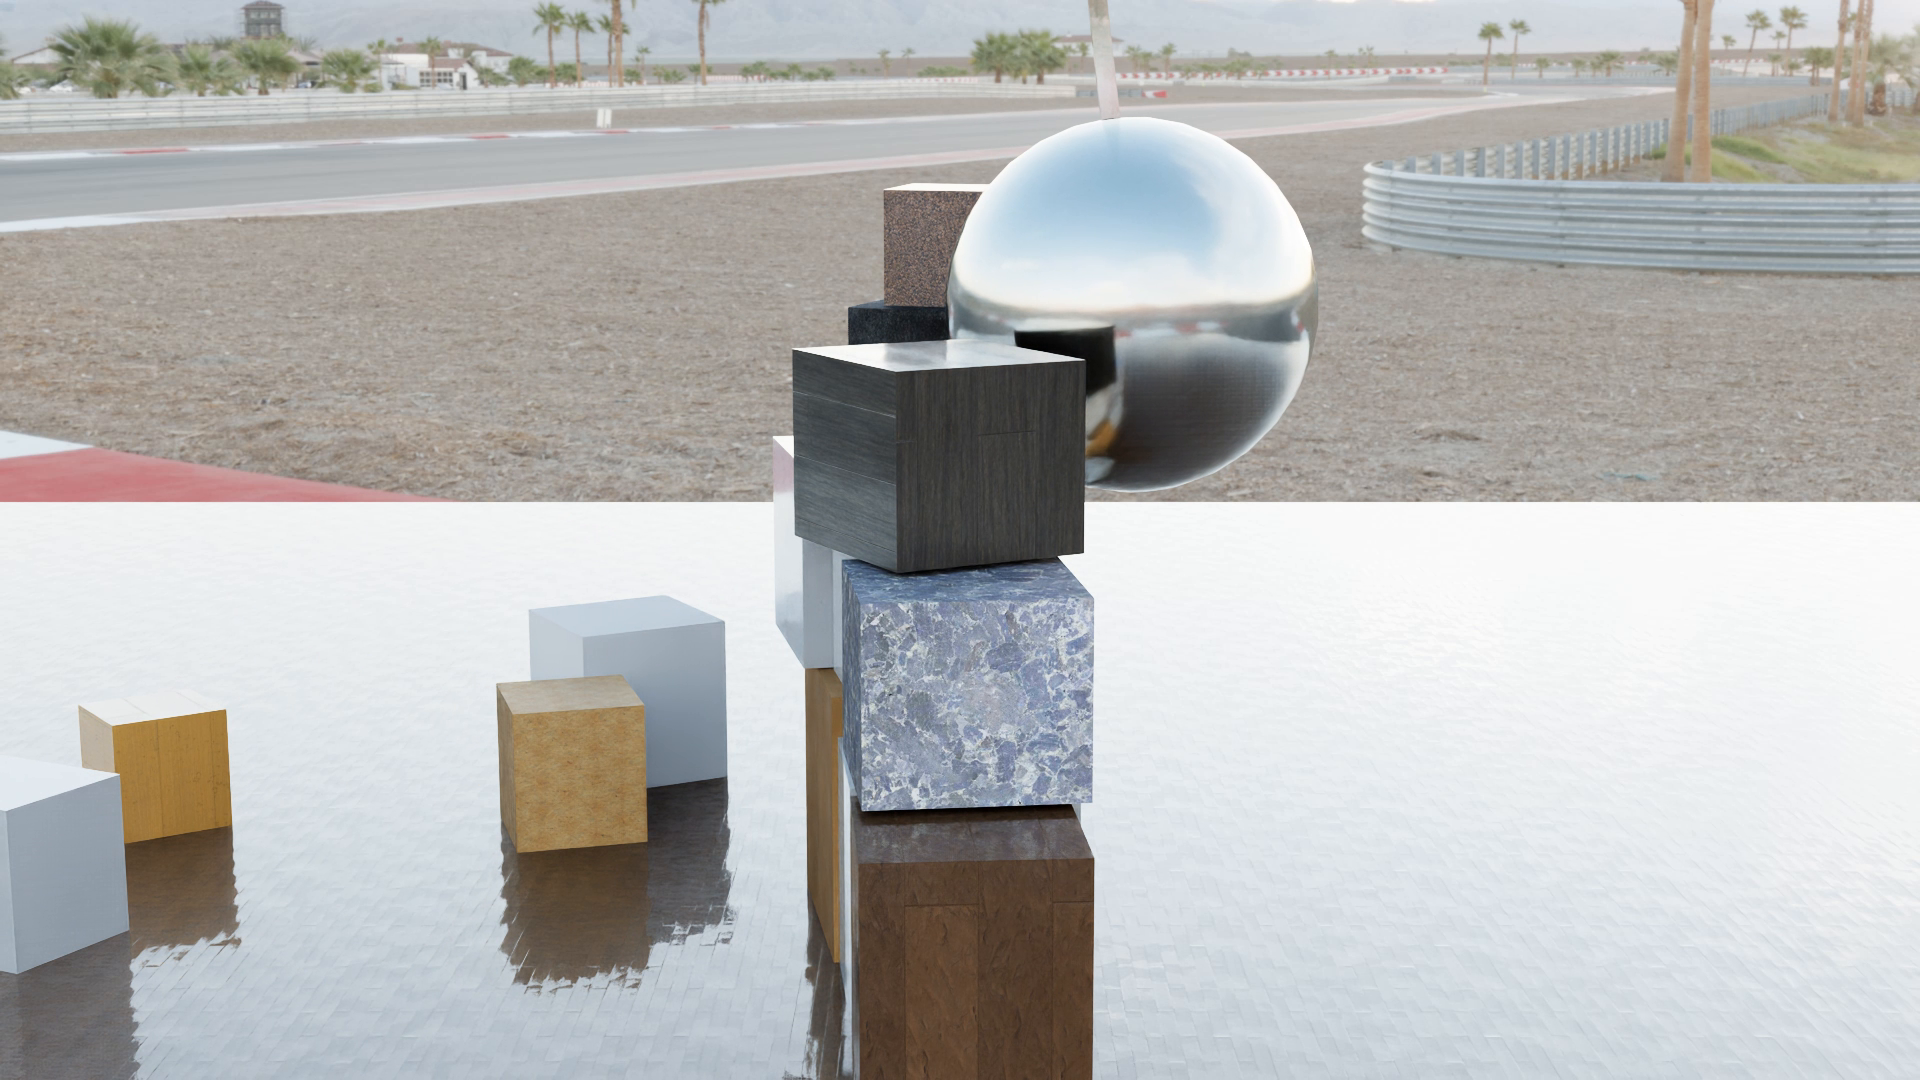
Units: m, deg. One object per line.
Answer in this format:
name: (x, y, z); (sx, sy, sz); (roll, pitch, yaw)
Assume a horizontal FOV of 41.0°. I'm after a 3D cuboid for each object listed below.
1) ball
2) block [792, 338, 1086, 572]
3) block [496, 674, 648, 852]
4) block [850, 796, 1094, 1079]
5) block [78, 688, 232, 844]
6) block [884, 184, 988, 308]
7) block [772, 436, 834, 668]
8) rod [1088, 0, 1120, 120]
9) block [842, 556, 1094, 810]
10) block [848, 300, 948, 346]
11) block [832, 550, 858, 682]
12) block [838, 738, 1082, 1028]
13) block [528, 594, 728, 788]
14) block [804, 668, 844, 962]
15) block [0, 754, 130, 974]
ball: (0.734, -1.004, 10.998); (1.600, 1.600, 1.600); (0, 10, 0)
block: (-0.091, -0.347, 9.879); (0.801, 0.739, 0.886); (-6, 12, -28)
block: (-1.826, 1.038, 12.038); (0.600, 0.650, 0.637); (-3, 11, -17)
block: (0.026, 1.447, 9.084); (0.795, 0.903, 0.819); (-1, 10, -4)
block: (-3.808, 1.063, 12.140); (0.536, 0.565, 0.501); (-7, 13, -35)
block: (-0.015, -1.414, 12.283); (0.579, 0.546, 0.520); (3, 11, 14)
block: (-0.268, 0.019, 11.009); (0.949, 0.840, 0.976); (-2, 9, -11)
rod: (0.318, -4.324, 10.394); (0.080, 5.200, 0.080); (-7, 10, 1)
block: (0.012, 0.508, 9.482); (0.828, 0.748, 0.843); (-1, 10, -7)
block: (-0.046, -0.828, 12.337); (0.736, 0.624, 0.736); (5, 12, 22)
block: (-0.099, 0.278, 10.226); (0.727, 0.614, 0.673); (-2, 10, -11)
block: (-0.017, 1.292, 9.862); (0.855, 0.930, 0.744); (-1, 10, -6)
block: (-1.691, 0.775, 13.055); (0.759, 0.804, 0.758); (-6, 12, -29)
block: (-0.143, 1.051, 10.735); (0.900, 1.091, 1.029); (-2, 10, -9)
block: (-3.886, 1.311, 10.488); (0.671, 0.668, 0.599); (5, 12, 27)
